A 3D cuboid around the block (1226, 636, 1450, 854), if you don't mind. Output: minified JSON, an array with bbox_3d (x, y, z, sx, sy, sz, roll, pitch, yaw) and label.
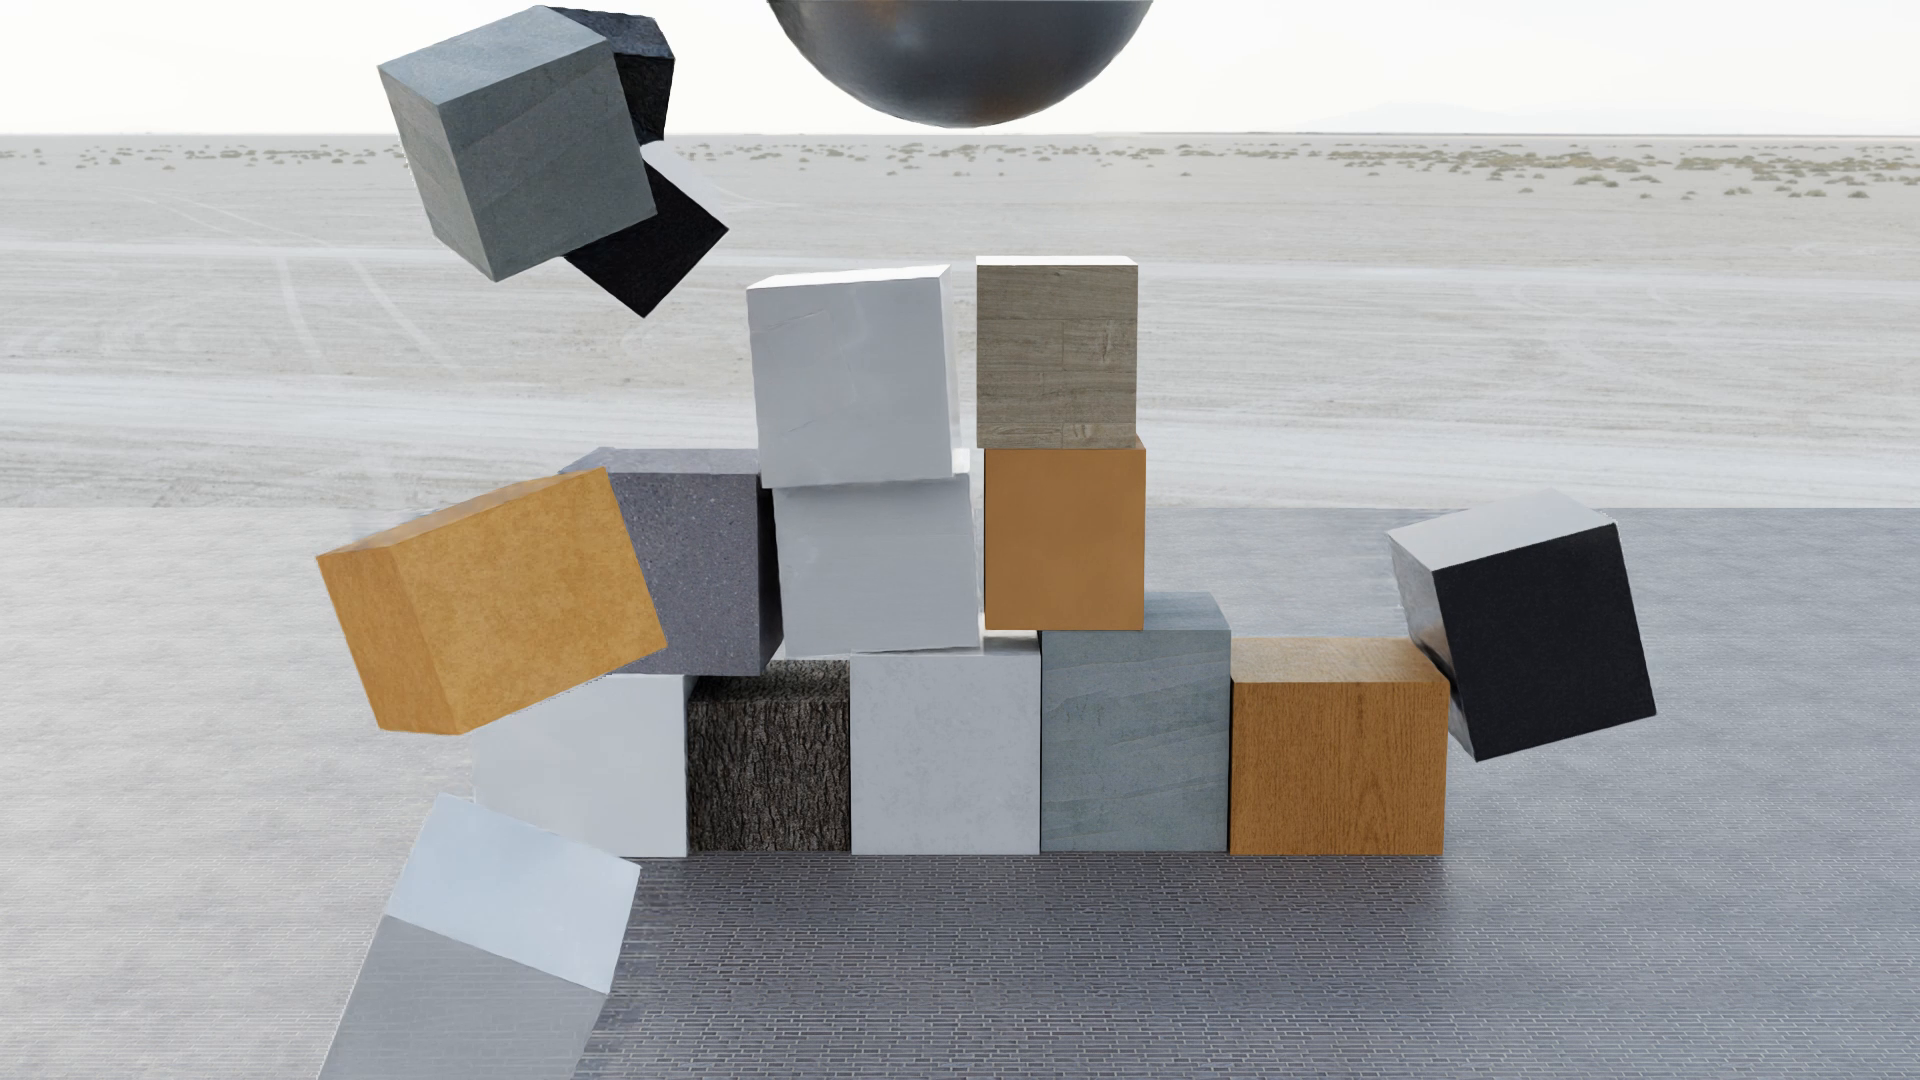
[{"bbox_3d":[1.874,1.043,11.359,1.059,0.883,0.997,0,10,0],"label":"block"}]

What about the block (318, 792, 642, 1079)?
[{"bbox_3d":[-1.676,1.546,7.700,0.773,0.817,0.838,22,20,-9],"label":"block"}]

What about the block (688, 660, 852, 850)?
[{"bbox_3d":[-0.950,1.099,11.379,0.797,0.767,0.898,0,10,0],"label":"block"}]

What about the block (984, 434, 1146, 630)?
[{"bbox_3d":[0.513,-0.079,11.160,0.778,0.894,0.909,0,10,0],"label":"block"}]

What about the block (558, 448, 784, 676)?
[{"bbox_3d":[-1.438,0.091,11.153,0.974,1.002,0.870,1,10,4],"label":"block"}]

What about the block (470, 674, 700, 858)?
[{"bbox_3d":[-1.879,1.030,11.348,1.047,0.914,1.054,0,10,0],"label":"block"}]

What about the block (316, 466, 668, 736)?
[{"bbox_3d":[-1.536,0.199,7.181,0.746,0.617,0.764,-23,10,-31],"label":"block"}]

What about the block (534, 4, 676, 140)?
[{"bbox_3d":[-1.825,-2.236,10.998,0.613,0.652,0.541,1,34,-22],"label":"block"}]

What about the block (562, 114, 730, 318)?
[{"bbox_3d":[-1.591,-1.592,10.792,0.576,0.622,0.573,38,16,-31],"label":"block"}]

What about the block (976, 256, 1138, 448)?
[{"bbox_3d":[0.467,-0.954,11.000,0.771,0.886,0.830,0,10,0],"label":"block"}]

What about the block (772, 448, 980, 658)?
[{"bbox_3d":[-0.402,0.048,11.177,0.958,0.861,0.881,-4,10,1],"label":"block"}]

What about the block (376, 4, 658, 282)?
[{"bbox_3d":[-1.864,-1.685,9.281,0.768,0.793,0.704,-27,36,-22],"label":"block"}]

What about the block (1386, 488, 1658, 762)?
[{"bbox_3d":[2.857,0.409,11.306,0.918,1.001,1.082,-15,10,2],"label":"block"}]

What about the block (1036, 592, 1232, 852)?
[{"bbox_3d":[0.870,0.916,11.360,0.928,1.134,0.928,0,10,0],"label":"block"}]

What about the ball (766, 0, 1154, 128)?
[{"bbox_3d":[0.000,-2.351,8.217,1.600,1.600,1.600,0,10,0],"label":"ball"}]

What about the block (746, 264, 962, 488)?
[{"bbox_3d":[-0.502,-0.834,10.964,0.920,0.960,1.023,-3,10,3],"label":"block"}]

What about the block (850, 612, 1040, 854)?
[{"bbox_3d":[-0.073,0.979,11.346,0.935,1.015,0.996,0,10,0],"label":"block"}]
